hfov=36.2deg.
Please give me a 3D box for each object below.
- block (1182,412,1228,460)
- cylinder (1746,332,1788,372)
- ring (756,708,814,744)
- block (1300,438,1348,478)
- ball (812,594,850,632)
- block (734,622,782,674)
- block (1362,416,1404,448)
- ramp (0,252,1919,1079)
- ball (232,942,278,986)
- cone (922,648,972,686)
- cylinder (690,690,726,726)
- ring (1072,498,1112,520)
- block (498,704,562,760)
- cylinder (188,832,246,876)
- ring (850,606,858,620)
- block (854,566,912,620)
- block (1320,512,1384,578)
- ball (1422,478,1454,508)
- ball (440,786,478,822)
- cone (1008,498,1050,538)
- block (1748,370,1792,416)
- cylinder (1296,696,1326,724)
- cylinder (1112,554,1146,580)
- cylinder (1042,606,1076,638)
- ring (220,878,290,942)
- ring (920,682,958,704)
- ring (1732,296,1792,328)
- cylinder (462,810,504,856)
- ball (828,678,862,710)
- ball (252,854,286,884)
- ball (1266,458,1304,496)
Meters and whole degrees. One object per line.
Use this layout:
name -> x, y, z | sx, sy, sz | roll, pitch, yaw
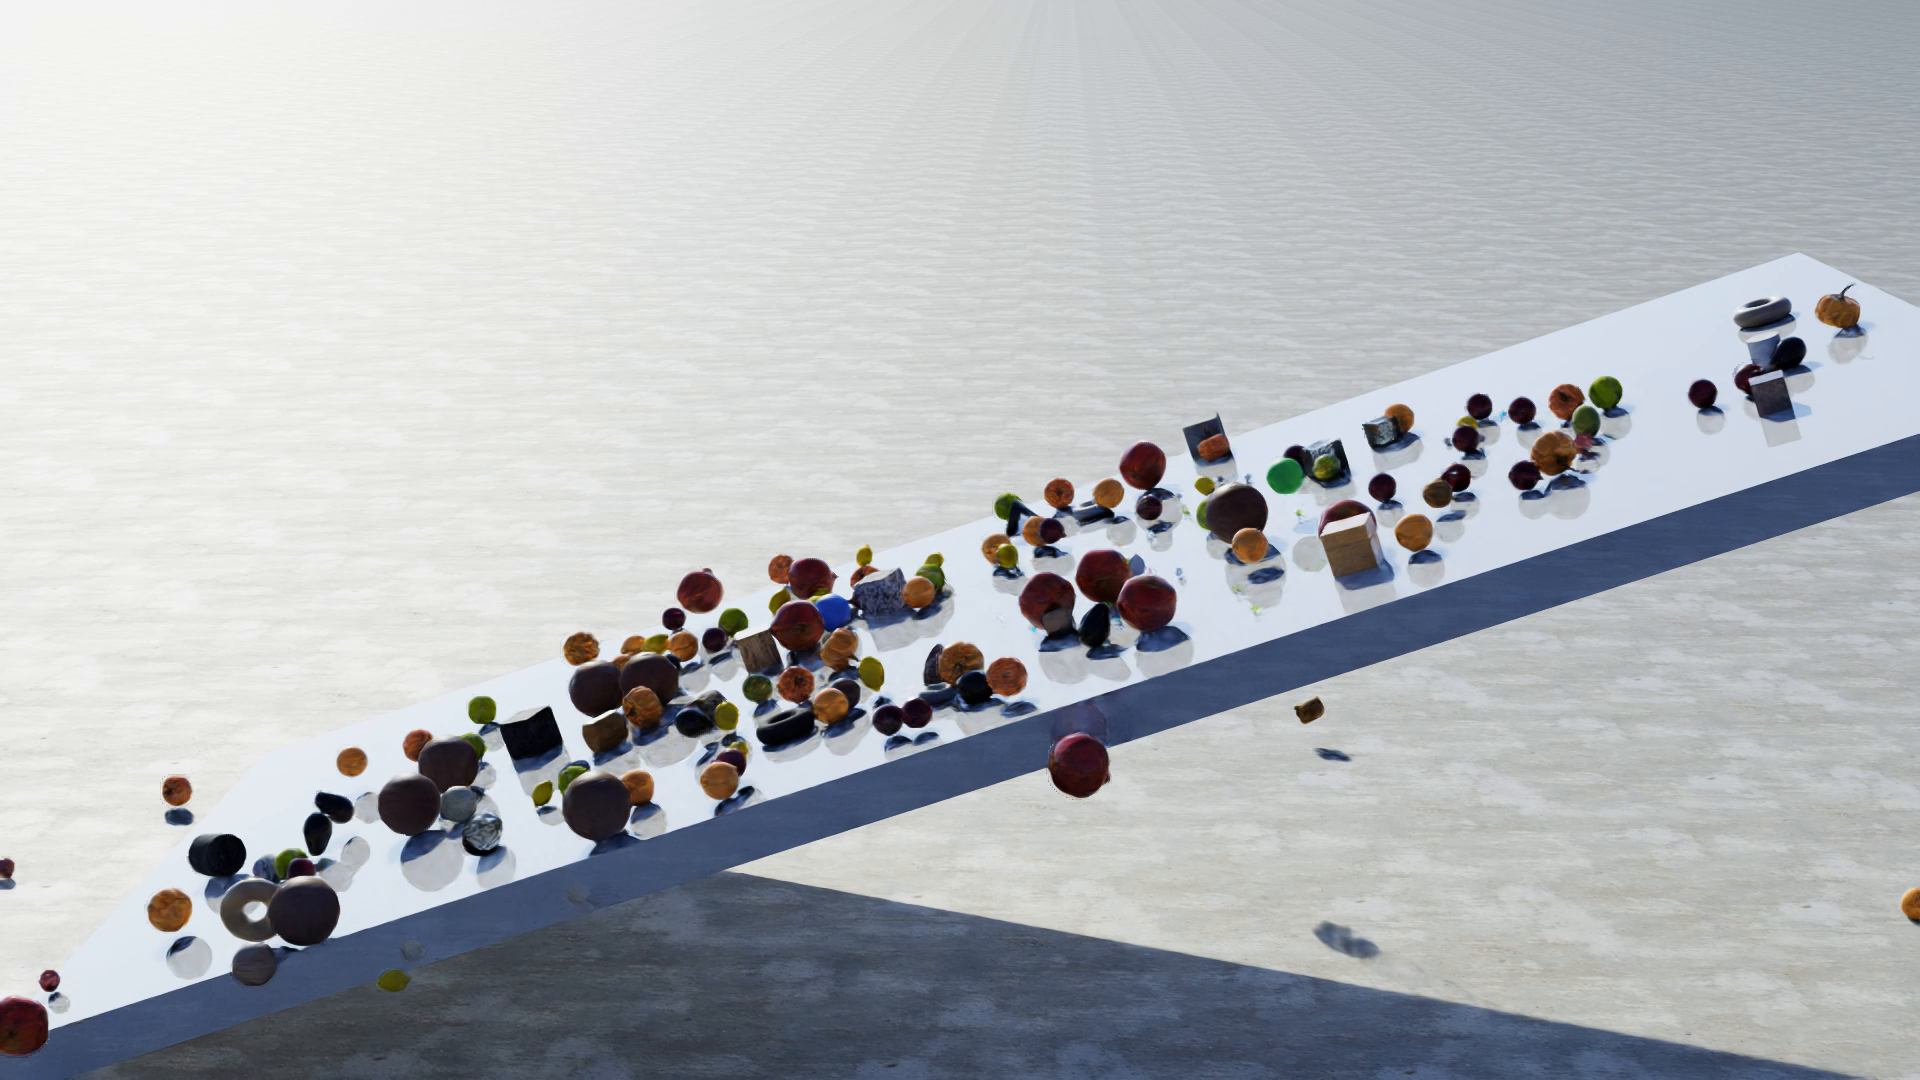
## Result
block -> 0.595, -0.253, 7.123 | 0.083, 0.083, 0.083 | -17, 11, 13
cylinder -> 1.647, -0.384, 6.003 | 0.066, 0.066, 0.066 | -18, 11, 4
ring -> -0.343, 0.366, 5.785 | 0.122, 0.041, 0.122 | -19, 9, 3
block -> 0.799, -0.179, 6.451 | 0.066, 0.066, 0.066 | -25, 12, -28
ball -> -0.287, 0.163, 6.573 | 0.085, 0.085, 0.085 | 0, 12, 0
block -> -0.445, 0.238, 6.490 | 0.080, 0.080, 0.080 | -20, 11, -3
block -> 0.941, -0.241, 6.541 | 0.055, 0.055, 0.055 | -24, 12, -25
ramp -> 0.107, 0.180, 6.305 | 4.000, 0.100, 2.000 | -18, 11, 6
ball -> -1.297, 0.779, 5.406 | 0.083, 0.083, 0.083 | 0, 12, 0
cone -> -0.013, 0.258, 5.751 | 0.088, 0.088, 0.088 | 4, 12, 31
cylinder -> -0.525, 0.349, 6.130 | 0.059, 0.059, 0.059 | 5, 20, 21
ring -> 0.307, -0.072, 6.856 | 0.095, 0.032, 0.095 | -15, 14, 4
block -> -0.936, 0.421, 6.416 | 0.085, 0.085, 0.085 | -12, 13, 32
cylinder -> -1.583, 0.670, 6.267 | 0.090, 0.090, 0.090 | -10, 3, -39
ring -> -0.266, 0.170, 6.664 | 0.078, 0.026, 0.078 | -18, 12, 4
block -> -0.173, 0.119, 6.604 | 0.083, 0.083, 0.083 | -13, 12, 28
block -> 0.741, 0.010, 5.555 | 0.087, 0.087, 0.087 | -15, 11, 19
ball -> 0.935, -0.091, 5.754 | 0.059, 0.059, 0.059 | 0, 12, 0
ball -> -1.023, 0.539, 6.001 | 0.076, 0.076, 0.076 | 0, 12, 0
cone -> 0.170, -0.042, 6.919 | 0.096, 0.096, 0.096 | 11, 14, 11
block -> 1.559, -0.282, 5.657 | 0.064, 0.064, 0.064 | -16, 11, 17
cylinder -> 0.943, 0.458, 7.922 | 0.058, 0.058, 0.058 | -28, 21, -18
cylinder -> 0.349, 0.058, 6.093 | 0.050, 0.050, 0.050 | -12, 3, -44
cylinder -> 0.196, 0.163, 5.819 | 0.052, 0.052, 0.052 | -21, 8, 12
ring -> -1.328, 0.698, 5.543 | 0.131, 0.131, 0.044 | -2, 22, -11
ring -> -0.041, 0.294, 5.644 | 0.077, 0.026, 0.077 | -9, 13, 2
ring -> 1.761, -0.502, 6.457 | 0.130, 0.043, 0.130 | -17, 11, 4
cylinder -> -0.923, 0.568, 5.689 | 0.072, 0.072, 0.072 | 0, 10, -2
ball -> -0.228, 0.304, 5.824 | 0.065, 0.065, 0.065 | 0, 12, 0
ball -> -1.417, 0.676, 6.030 | 0.065, 0.065, 0.065 | 0, 12, 0
ball -> 0.678, -0.133, 6.133 | 0.078, 0.078, 0.078 | 0, 12, 0
